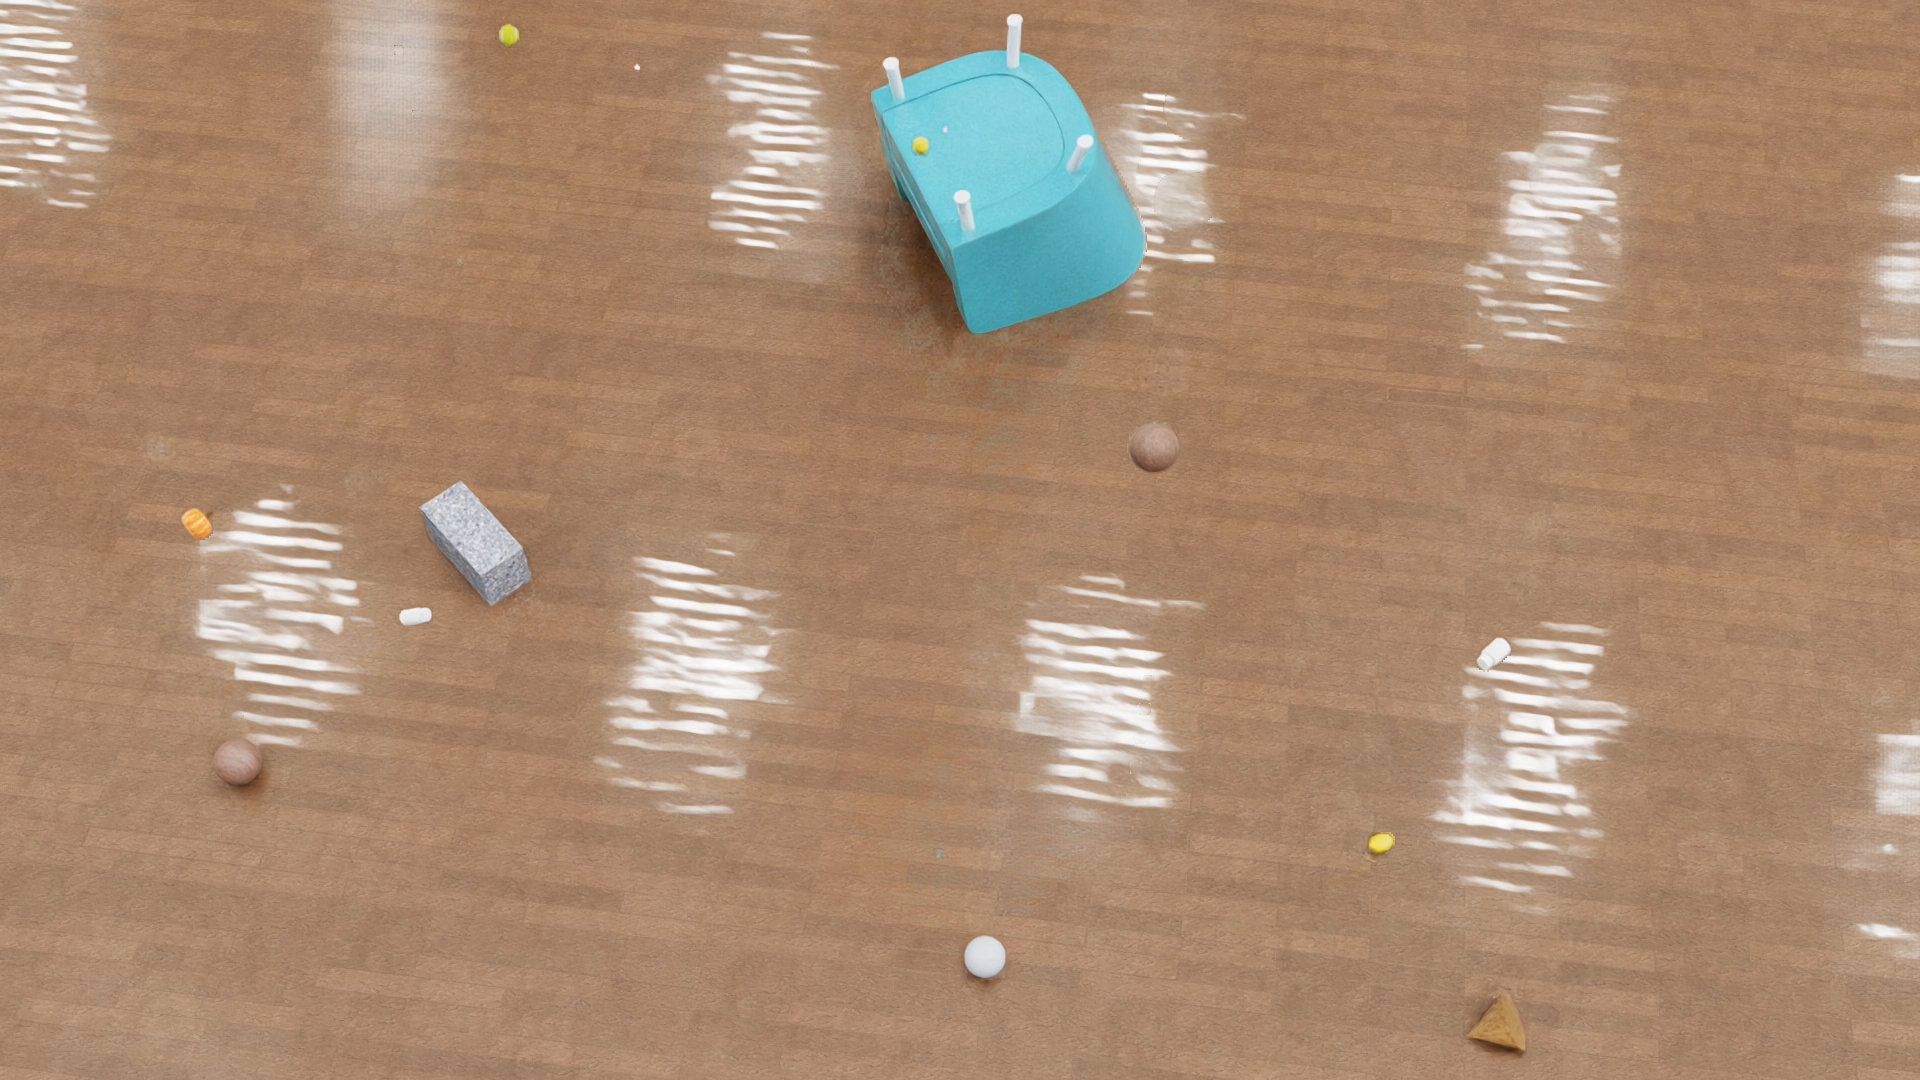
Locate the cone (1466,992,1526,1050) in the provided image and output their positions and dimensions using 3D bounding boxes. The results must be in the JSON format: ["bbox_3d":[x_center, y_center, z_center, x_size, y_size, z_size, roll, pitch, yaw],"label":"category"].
[{"bbox_3d":[1.370,1.263,5.686,0.130,0.149,0.163,-24,12,22],"label":"cone"}]

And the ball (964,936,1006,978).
[{"bbox_3d":[0.065,1.094,5.774,0.109,0.109,0.109,0,56,0],"label":"ball"}]

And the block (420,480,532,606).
[{"bbox_3d":[-1.424,0.009,6.470,0.147,0.163,0.318,-36,63,-21],"label":"block"}]
